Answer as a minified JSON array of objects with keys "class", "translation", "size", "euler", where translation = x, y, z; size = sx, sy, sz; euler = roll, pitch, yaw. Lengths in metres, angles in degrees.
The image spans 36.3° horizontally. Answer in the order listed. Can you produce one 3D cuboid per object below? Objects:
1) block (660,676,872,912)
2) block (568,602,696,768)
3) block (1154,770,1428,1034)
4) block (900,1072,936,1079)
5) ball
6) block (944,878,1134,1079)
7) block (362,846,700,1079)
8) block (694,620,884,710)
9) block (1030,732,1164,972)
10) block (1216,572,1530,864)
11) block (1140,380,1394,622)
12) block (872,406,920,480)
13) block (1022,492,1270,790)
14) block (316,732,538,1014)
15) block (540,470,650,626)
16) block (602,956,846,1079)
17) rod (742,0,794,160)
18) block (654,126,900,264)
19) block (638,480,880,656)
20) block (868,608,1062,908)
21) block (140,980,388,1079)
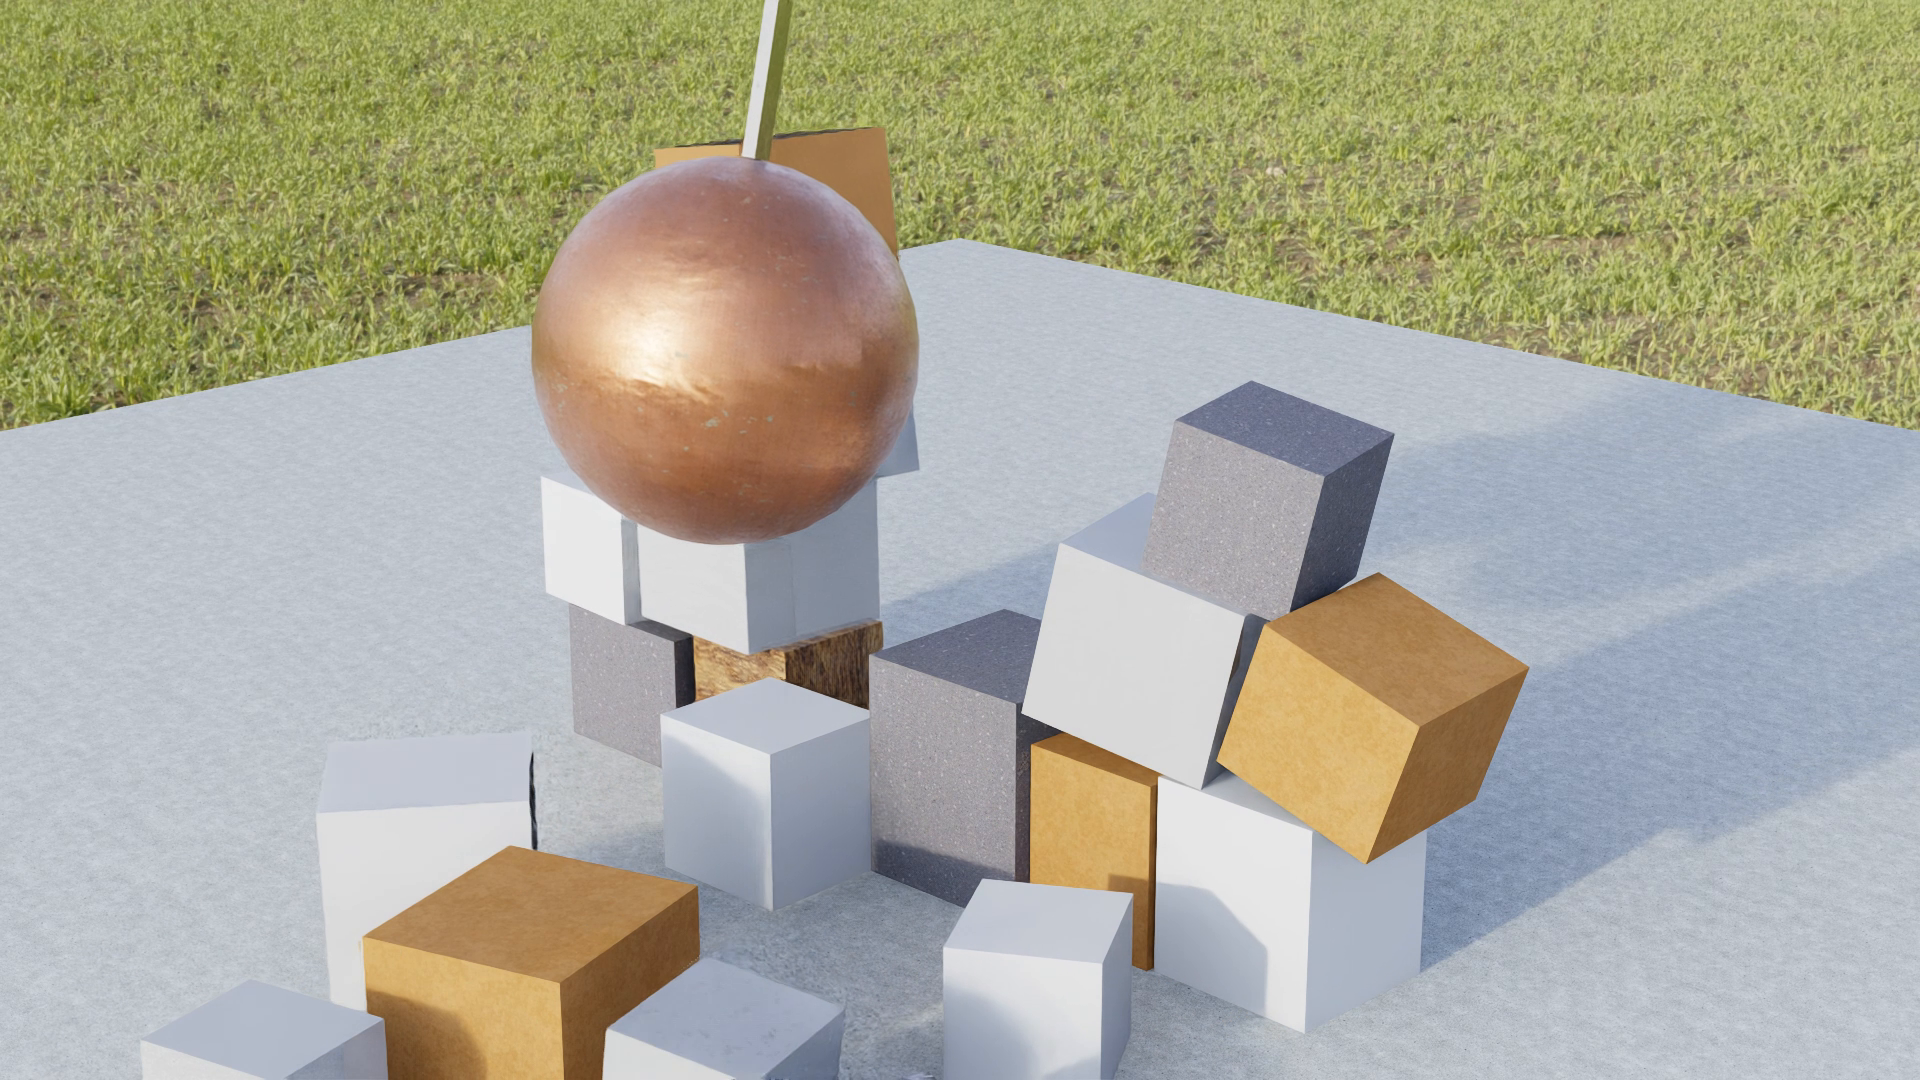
[{"class":"block","translation":[-0.863,1.150,13.435],"size":[0.724,0.751,0.684],"euler":[16,23,41]},{"class":"block","translation":[-1.440,0.670,15.043],"size":[0.839,0.702,0.743],"euler":[17,24,42]},{"class":"block","translation":[1.391,1.417,12.351],"size":[0.779,0.890,0.816],"euler":[-17,24,-42]},{"class":"block","translation":[-0.253,2.277,10.167],"size":[0.601,0.558,0.552],"euler":[-9,19,-26]},{"class":"ball","translation":[-0.964,-0.778,12.087],"size":[1.600,1.600,1.600],"euler":[0,17,0]},{"class":"block","translation":[0.315,1.790,11.604],"size":[0.621,0.627,0.663],"euler":[4,18,13]},{"class":"block","translation":[-1.622,1.797,11.270],"size":[0.880,0.814,0.953],"euler":[9,19,25]},{"class":"block","translation":[-0.836,0.791,14.455],"size":[0.677,0.806,0.641],"euler":[15,23,43]},{"class":"block","translation":[0.837,1.276,12.873],"size":[0.809,0.845,0.689],"euler":[-17,24,-42]},{"class":"block","translation":[1.670,0.706,11.875],"size":[0.770,0.677,0.826],"euler":[34,35,29]},{"class":"block","translation":[1.268,-0.163,12.073],"size":[0.669,0.662,0.745],"euler":[22,25,23]},{"class":"block","translation":[-0.654,-0.663,13.654],"size":[0.630,0.754,0.602],"euler":[-12,12,-33]},{"class":"block","translation":[0.906,0.411,12.451],"size":[0.857,0.804,0.841],"euler":[22,25,23]},{"class":"block","translation":[-2.218,1.397,12.370],"size":[0.853,0.909,0.786],"euler":[-3,18,-7]},{"class":"block","translation":[-1.620,-0.024,15.040],"size":[0.764,0.624,0.698],"euler":[-15,23,-39]},{"class":"block","translation":[-0.870,2.028,10.654],"size":[0.605,0.668,0.654],"euler":[16,23,23]},{"class":"rod","translation":[-0.418,-4.100,11.615],"size":[0.080,5.200,0.080],"euler":[17,11,42]},{"class":"block","translation":[-0.846,-1.454,13.656],"size":[0.777,0.835,0.801],"euler":[-12,11,-33]},{"class":"block","translation":[-0.989,-0.004,14.327],"size":[0.813,0.798,0.865],"euler":[-15,21,-39]},{"class":"block","translation":[0.225,1.017,13.349],"size":[0.904,1.055,0.890],"euler":[16,24,42]},{"class":"block","translation":[-2.491,2.077,10.582],"size":[0.642,0.691,0.561],"euler":[10,20,29]}]
